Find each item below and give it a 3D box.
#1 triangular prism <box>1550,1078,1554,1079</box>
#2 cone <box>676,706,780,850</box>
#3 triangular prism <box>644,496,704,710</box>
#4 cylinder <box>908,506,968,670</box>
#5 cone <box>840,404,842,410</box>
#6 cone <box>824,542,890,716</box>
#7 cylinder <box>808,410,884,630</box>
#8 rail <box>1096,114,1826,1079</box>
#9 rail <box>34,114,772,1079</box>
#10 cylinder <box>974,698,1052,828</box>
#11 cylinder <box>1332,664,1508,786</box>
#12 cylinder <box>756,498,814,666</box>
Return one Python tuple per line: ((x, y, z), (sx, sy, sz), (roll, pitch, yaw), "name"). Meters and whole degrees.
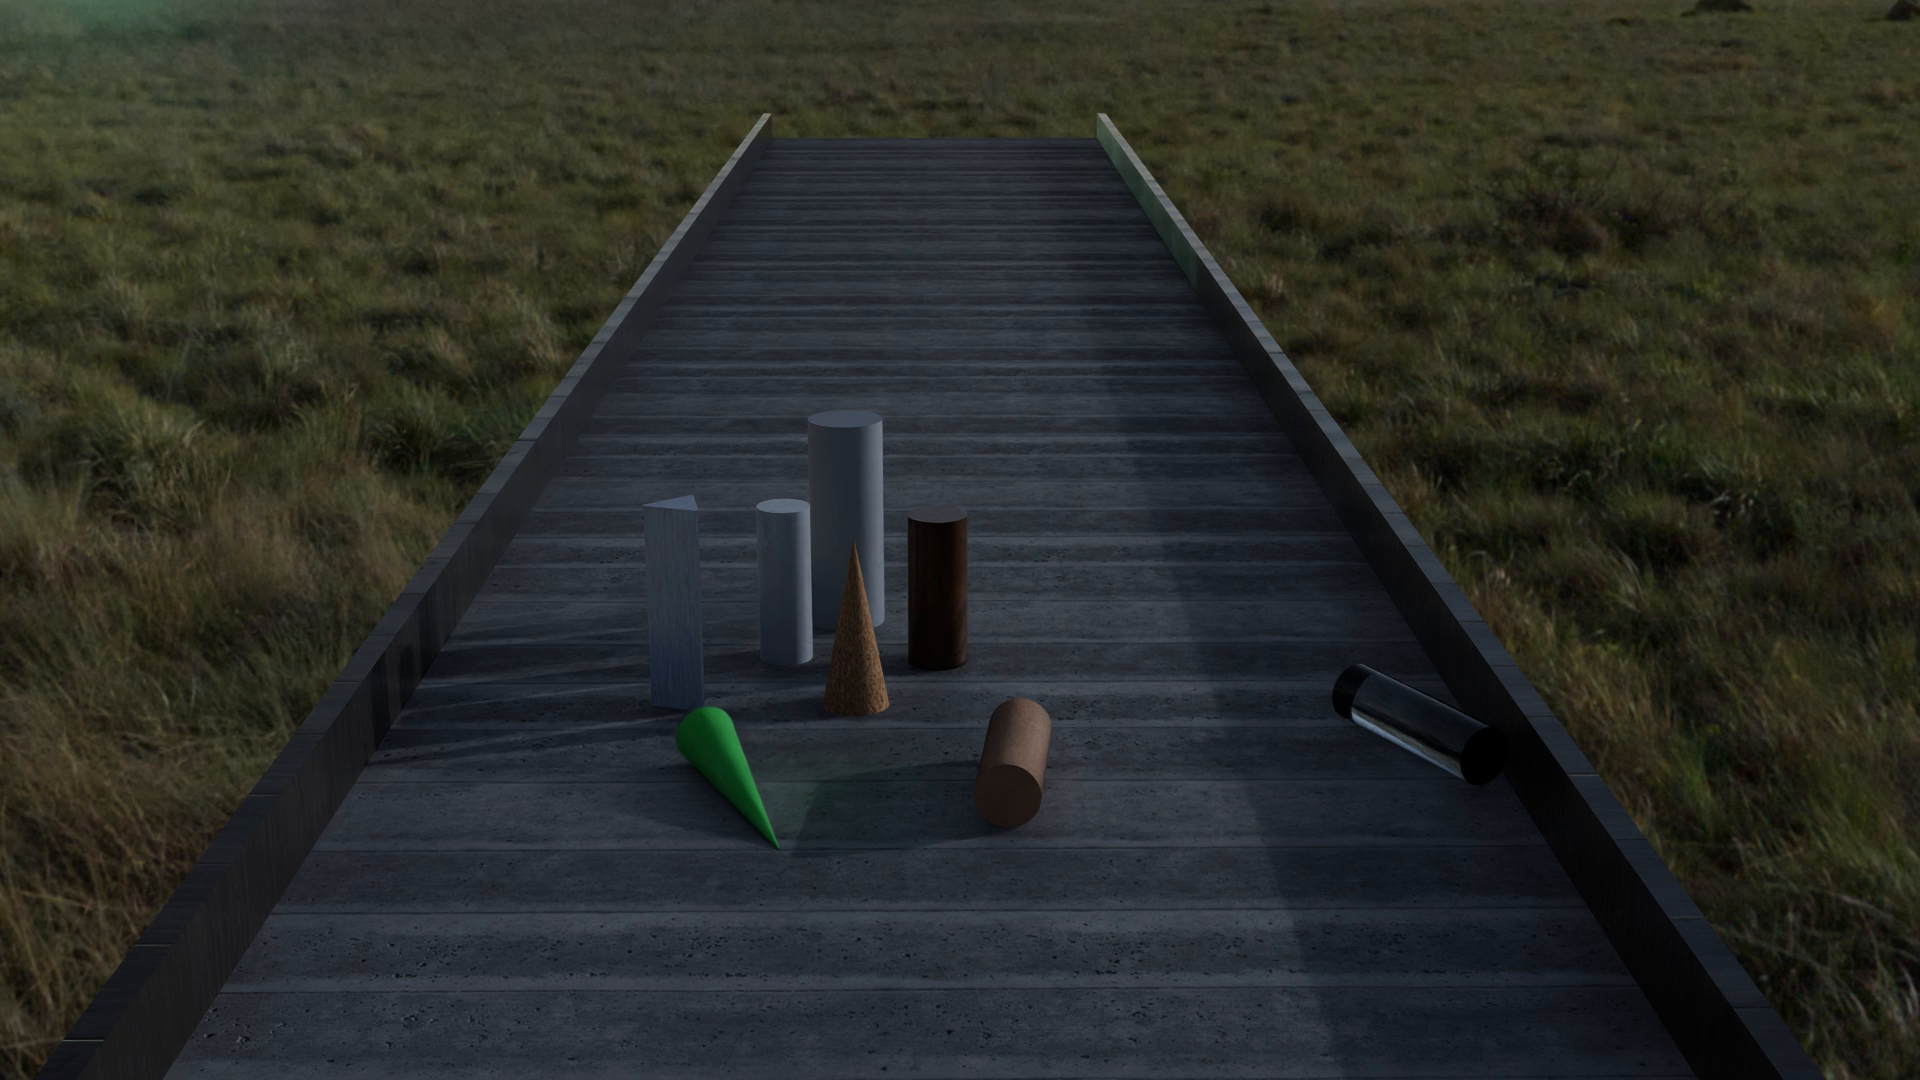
((0.618, 0.748, 2.468), (0.152, 0.131, 0.379), (8, 18, 26), "triangular prism")
((-0.370, 0.422, 3.713), (0.106, 0.106, 0.418), (-7, 25, -22), "cone")
((-0.519, 0.117, 4.145), (0.109, 0.393, 0.094), (6, 17, 18), "triangular prism")
((-0.045, 0.096, 4.370), (0.119, 0.305, 0.119), (0, 17, 0), "cylinder")
((-0.253, -0.084, 4.743), (0.147, 0.436, 0.147), (0, 17, 0), "cone")
((-0.197, 0.153, 4.131), (0.126, 0.331, 0.126), (0, 17, 0), "cone")
((-0.237, -0.041, 4.599), (0.154, 0.437, 0.154), (0, 17, 0), "cylinder")
((0.932, -0.844, 7.801), (0.050, 0.150, 12.000), (0, 17, -1), "rail")
((-1.118, -0.838, 7.780), (0.050, 0.150, 12.000), (0, 17, -1), "rail")
((0.093, 0.377, 3.762), (0.112, 0.112, 0.308), (2, 17, 5), "cylinder")
((0.820, 0.327, 3.940), (0.107, 0.107, 0.360), (-9, 19, -27), "cylinder")
((-0.349, 0.084, 4.391), (0.107, 0.316, 0.107), (0, 17, 0), "cylinder")
